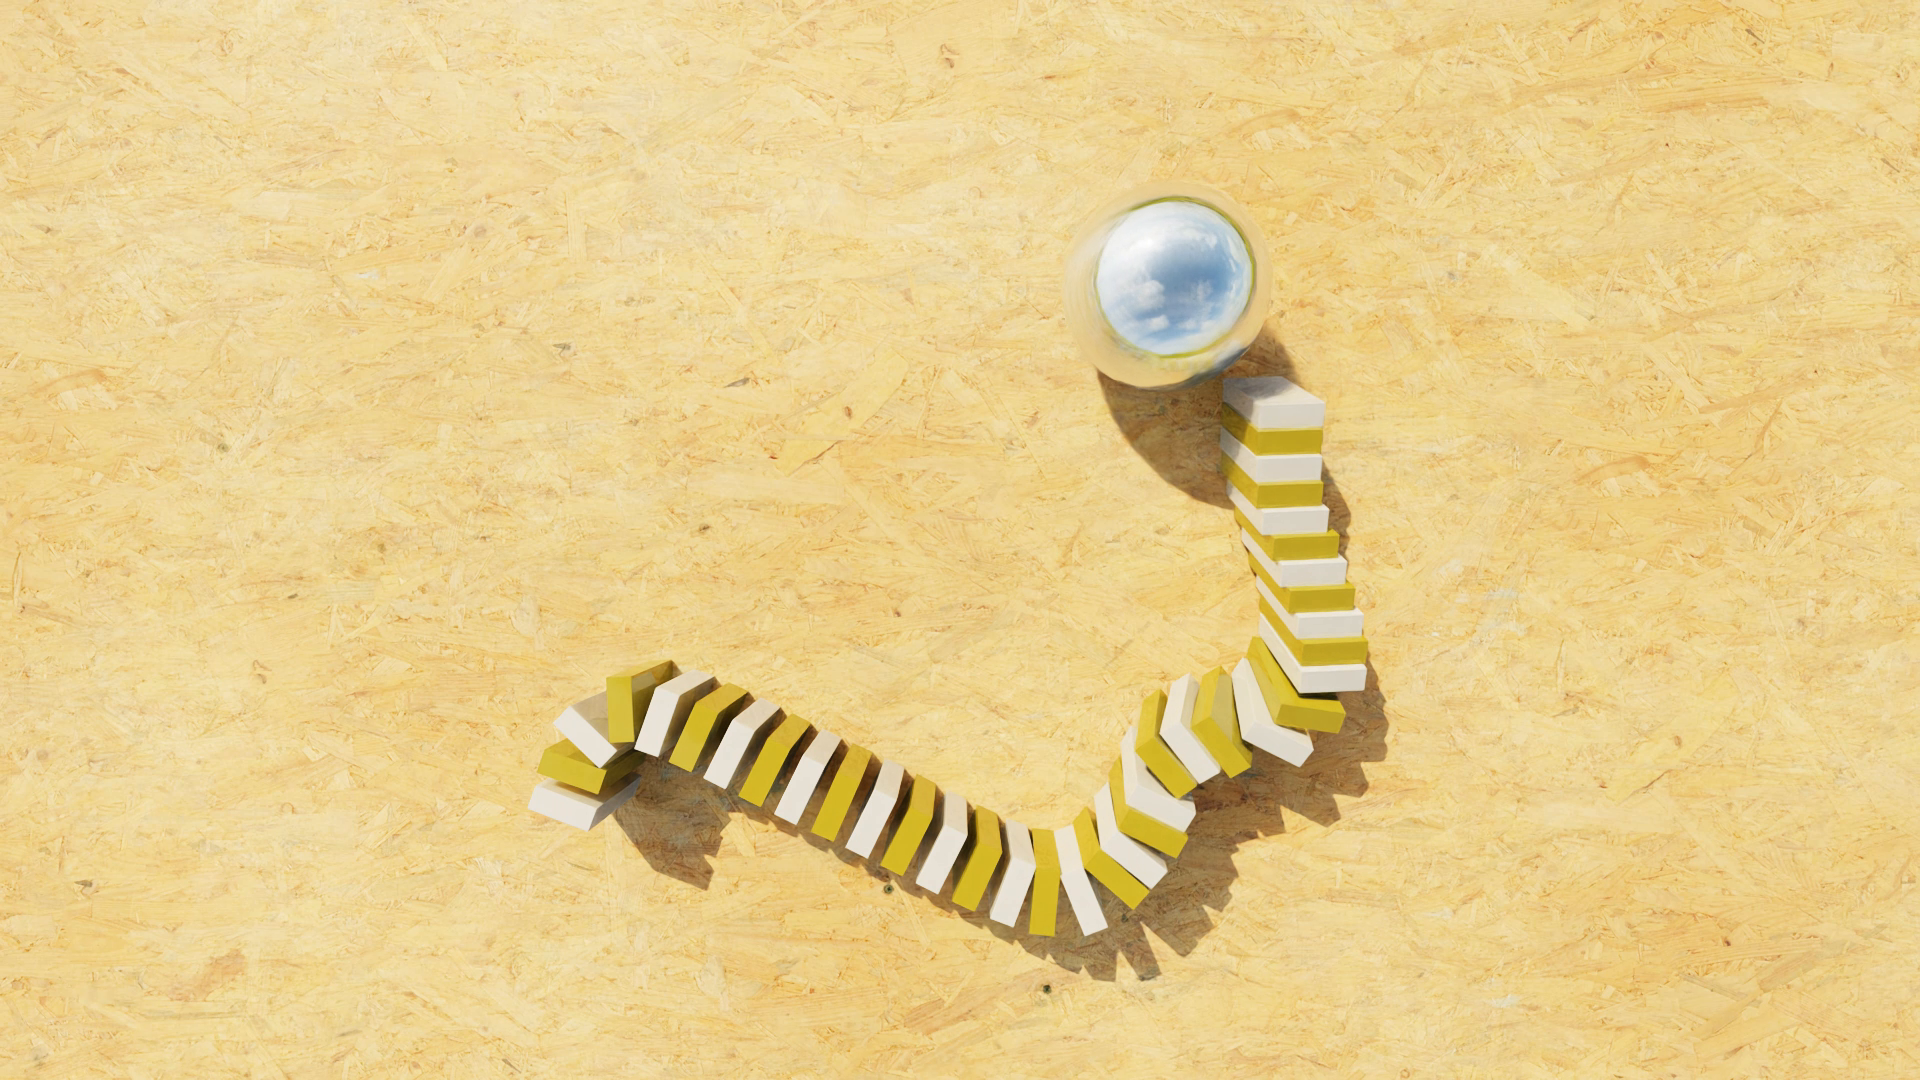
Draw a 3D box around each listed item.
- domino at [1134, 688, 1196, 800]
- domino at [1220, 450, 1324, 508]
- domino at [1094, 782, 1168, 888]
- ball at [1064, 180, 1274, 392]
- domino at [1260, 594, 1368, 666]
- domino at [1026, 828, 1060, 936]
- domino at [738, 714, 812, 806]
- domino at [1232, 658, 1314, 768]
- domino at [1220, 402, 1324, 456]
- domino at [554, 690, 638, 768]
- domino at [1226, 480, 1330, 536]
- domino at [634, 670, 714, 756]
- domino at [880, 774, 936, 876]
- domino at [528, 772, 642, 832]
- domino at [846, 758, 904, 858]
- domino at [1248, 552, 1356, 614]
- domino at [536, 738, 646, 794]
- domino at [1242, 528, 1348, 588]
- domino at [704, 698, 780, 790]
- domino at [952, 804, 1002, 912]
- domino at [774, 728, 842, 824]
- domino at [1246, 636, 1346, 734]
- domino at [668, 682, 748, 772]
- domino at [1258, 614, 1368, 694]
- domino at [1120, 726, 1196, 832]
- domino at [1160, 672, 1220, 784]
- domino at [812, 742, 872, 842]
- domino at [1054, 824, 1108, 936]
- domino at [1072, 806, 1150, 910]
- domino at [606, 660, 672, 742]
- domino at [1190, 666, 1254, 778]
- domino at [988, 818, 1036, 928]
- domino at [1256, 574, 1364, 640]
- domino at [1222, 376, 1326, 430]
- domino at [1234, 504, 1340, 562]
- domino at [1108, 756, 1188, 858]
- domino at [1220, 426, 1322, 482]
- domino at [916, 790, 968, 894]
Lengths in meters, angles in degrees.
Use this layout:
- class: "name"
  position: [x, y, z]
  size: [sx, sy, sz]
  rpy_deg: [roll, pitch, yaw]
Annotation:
- class: "domino"
  position: [0.085, 0.082, 0.375]
  size: [0.010, 0.050, 0.025]
  rpy_deg: [-41, 90, 20]
- class: "domino"
  position: [0.126, -0.026, 0.375]
  size: [0.025, 0.050, 0.009]
  rpy_deg: [-2, 112, 0]
- class: "domino"
  position: [0.069, 0.119, 0.375]
  size: [0.025, 0.050, 0.010]
  rpy_deg: [39, 99, 0]
- class: "ball"
  position: [0.081, -0.099, 0.360]
  size: [0.080, 0.080, 0.080]
  rpy_deg: [0, 90, 0]
- class: "domino"
  position: [0.143, 0.035, 0.375]
  size: [0.025, 0.050, 0.010]
  rpy_deg: [-3, 111, 0]
- class: "domino"
  position: [0.034, 0.139, 0.375]
  size: [0.009, 0.050, 0.025]
  rpy_deg: [6, 90, 3]
- class: "domino"
  position: [-0.075, 0.089, 0.375]
  size: [0.009, 0.050, 0.025]
  rpy_deg: [27, 90, 0]
- class: "domino"
  position: [0.127, 0.069, 0.375]
  size: [0.025, 0.050, 0.010]
  rpy_deg: [26, 114, 0]
- class: "domino"
  position: [0.126, -0.047, 0.375]
  size: [0.025, 0.050, 0.010]
  rpy_deg: [-2, 112, 0]
- class: "domino"
  position: [-0.143, 0.075, 0.375]
  size: [0.025, 0.050, 0.009]
  rpy_deg: [44, 90, 0]
- class: "domino"
  position: [0.129, -0.016, 0.375]
  size: [0.025, 0.050, 0.009]
  rpy_deg: [-2, 111, 1]
- class: "domino"
  position: [-0.116, 0.070, 0.375]
  size: [0.009, 0.050, 0.025]
  rpy_deg: [19, 90, 0]
- class: "domino"
  position: [-0.020, 0.115, 0.375]
  size: [0.009, 0.050, 0.025]
  rpy_deg: [27, 90, 0]
- class: "domino"
  position: [-0.152, 0.103, 0.375]
  size: [0.025, 0.050, 0.009]
  rpy_deg: [21, 90, 0]
- class: "domino"
  position: [-0.034, 0.108, 0.375]
  size: [0.009, 0.050, 0.025]
  rpy_deg: [26, 90, 0]
- class: "domino"
  position: [0.139, 0.014, 0.375]
  size: [0.025, 0.050, 0.009]
  rpy_deg: [-3, 111, 0]
- class: "domino"
  position: [-0.148, 0.089, 0.375]
  size: [0.025, 0.050, 0.010]
  rpy_deg: [19, 90, 0]
- class: "domino"
  position: [0.135, 0.004, 0.375]
  size: [0.025, 0.050, 0.009]
  rpy_deg: [-3, 111, 0]
- class: "domino"
  position: [-0.088, 0.082, 0.375]
  size: [0.009, 0.050, 0.025]
  rpy_deg: [27, 90, 0]
- class: "domino"
  position: [0.007, 0.129, 0.375]
  size: [0.010, 0.050, 0.025]
  rpy_deg: [25, 90, 0]
- class: "domino"
  position: [-0.061, 0.096, 0.375]
  size: [0.009, 0.050, 0.025]
  rpy_deg: [26, 90, 0]
- class: "domino"
  position: [0.136, 0.058, 0.375]
  size: [0.025, 0.050, 0.010]
  rpy_deg: [9, 115, 0]
- class: "domino"
  position: [-0.102, 0.075, 0.375]
  size: [0.010, 0.050, 0.025]
  rpy_deg: [25, 90, 0]
- class: "domino"
  position: [0.143, 0.045, 0.375]
  size: [0.025, 0.050, 0.009]
  rpy_deg: [-3, 112, 0]
- class: "domino"
  position: [0.080, 0.096, 0.375]
  size: [0.025, 0.050, 0.009]
  rpy_deg: [26, 107, 0]
- class: "domino"
  position: [0.096, 0.076, 0.375]
  size: [0.010, 0.050, 0.025]
  rpy_deg: [-38, 90, 23]
- class: "domino"
  position: [-0.048, 0.102, 0.375]
  size: [0.010, 0.050, 0.025]
  rpy_deg: [24, 90, 0]
- class: "domino"
  position: [0.049, 0.138, 0.375]
  size: [0.009, 0.050, 0.025]
  rpy_deg: [-22, 90, 3]
- class: "domino"
  position: [0.061, 0.129, 0.375]
  size: [0.025, 0.050, 0.010]
  rpy_deg: [41, 93, 0]
- class: "domino"
  position: [-0.130, 0.065, 0.375]
  size: [0.010, 0.050, 0.025]
  rpy_deg: [-3, 90, 0]
- class: "domino"
  position: [0.109, 0.073, 0.375]
  size: [0.010, 0.050, 0.025]
  rpy_deg: [-39, 90, 25]
- class: "domino"
  position: [0.020, 0.135, 0.375]
  size: [0.010, 0.050, 0.025]
  rpy_deg: [21, 90, 0]
- class: "domino"
  position: [0.142, 0.024, 0.375]
  size: [0.025, 0.050, 0.009]
  rpy_deg: [-3, 111, 0]
- class: "domino"
  position: [0.127, -0.057, 0.375]
  size: [0.025, 0.050, 0.009]
  rpy_deg: [-2, 112, 0]
- class: "domino"
  position: [0.132, -0.006, 0.375]
  size: [0.025, 0.050, 0.009]
  rpy_deg: [-3, 111, 0]
- class: "domino"
  position: [0.076, 0.108, 0.375]
  size: [0.025, 0.050, 0.010]
  rpy_deg: [26, 101, 0]
- class: "domino"
  position: [0.126, -0.036, 0.375]
  size: [0.025, 0.050, 0.010]
  rpy_deg: [-2, 112, 0]
- class: "domino"
  position: [-0.007, 0.122, 0.375]
  size: [0.009, 0.050, 0.025]
  rpy_deg: [27, 90, 0]
